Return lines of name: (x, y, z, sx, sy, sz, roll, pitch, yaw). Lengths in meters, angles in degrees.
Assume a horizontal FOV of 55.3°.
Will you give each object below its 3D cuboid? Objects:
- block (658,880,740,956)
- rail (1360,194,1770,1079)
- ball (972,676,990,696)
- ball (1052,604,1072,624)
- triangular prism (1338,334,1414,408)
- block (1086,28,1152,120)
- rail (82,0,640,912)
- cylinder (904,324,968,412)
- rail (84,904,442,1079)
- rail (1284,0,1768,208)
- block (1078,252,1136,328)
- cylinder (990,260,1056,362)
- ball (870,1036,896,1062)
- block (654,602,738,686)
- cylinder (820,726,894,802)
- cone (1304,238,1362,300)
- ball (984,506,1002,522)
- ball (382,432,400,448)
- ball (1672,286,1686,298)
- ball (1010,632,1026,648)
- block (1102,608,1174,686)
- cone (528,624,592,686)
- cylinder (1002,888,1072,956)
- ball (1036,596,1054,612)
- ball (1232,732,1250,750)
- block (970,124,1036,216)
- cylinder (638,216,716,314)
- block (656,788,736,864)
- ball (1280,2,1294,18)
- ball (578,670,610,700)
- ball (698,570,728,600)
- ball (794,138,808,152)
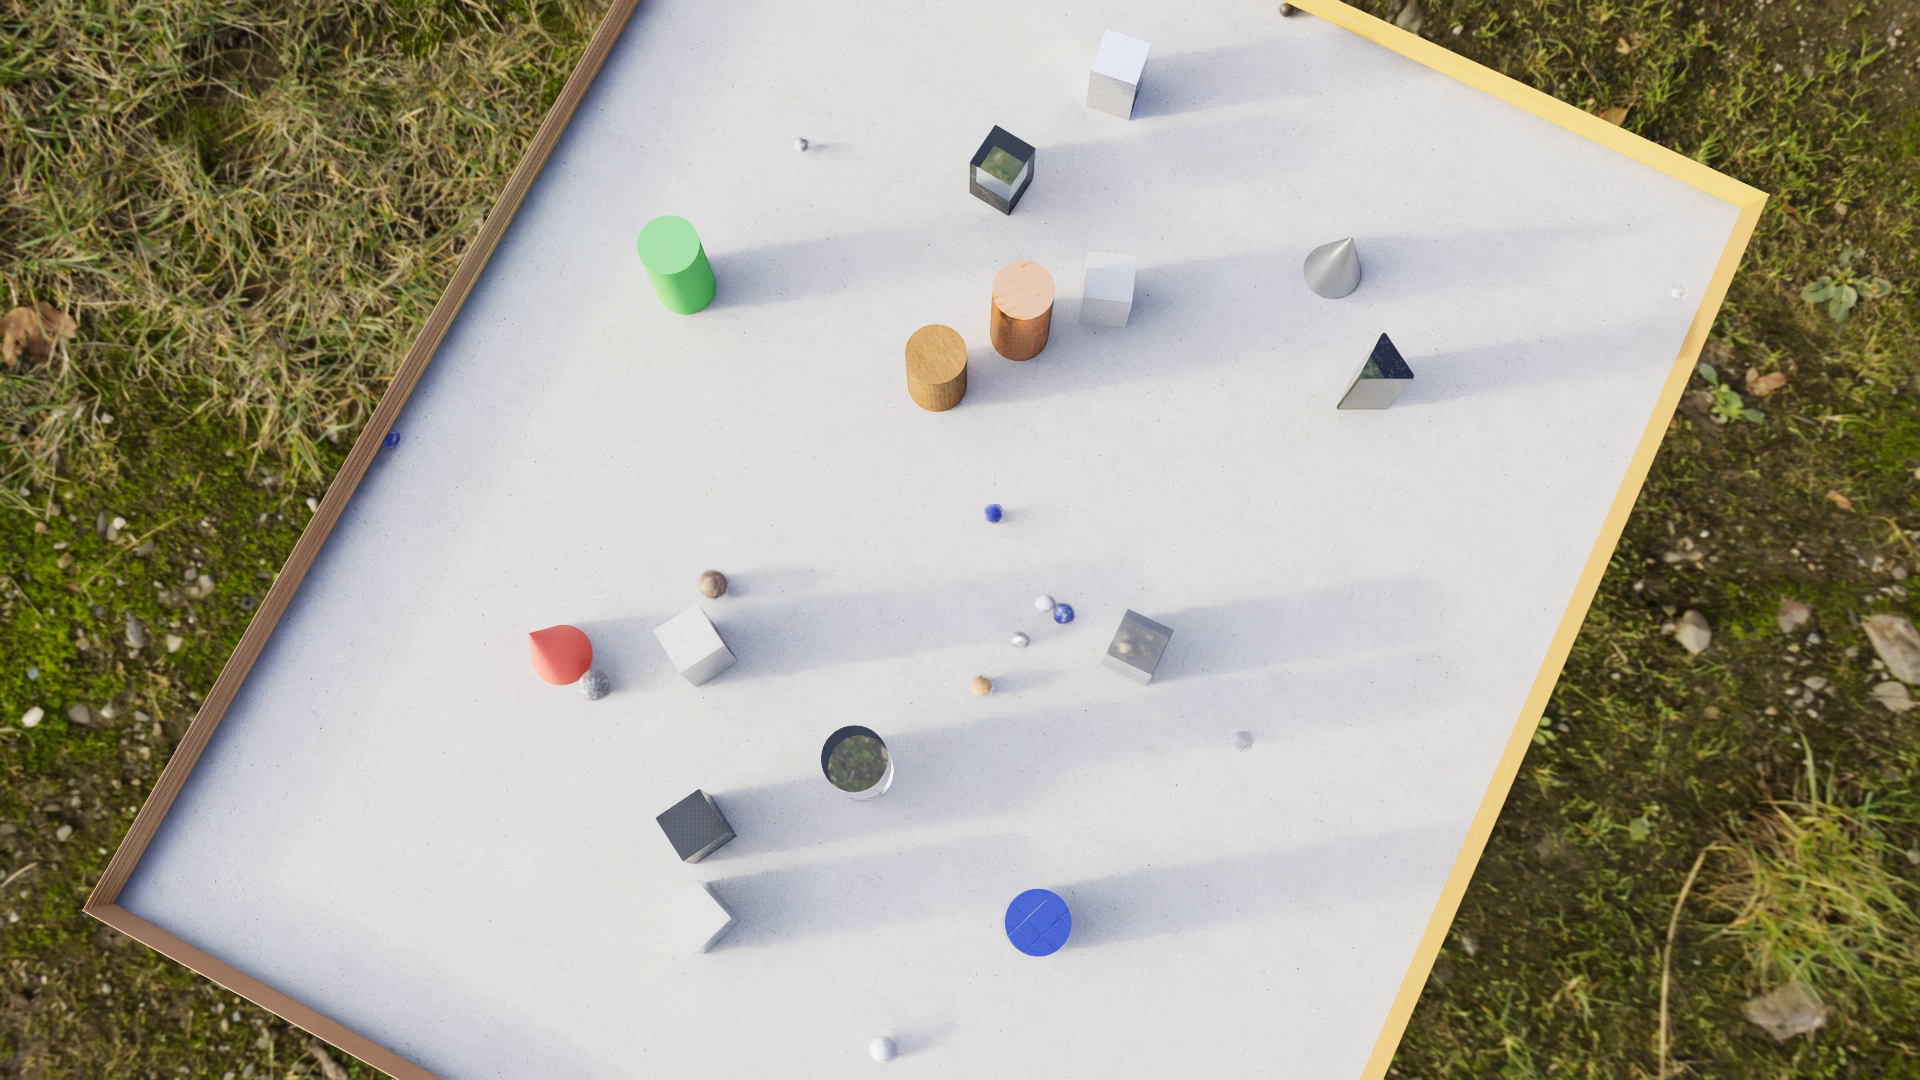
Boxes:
block: (-0.749, 1.087, 5.274, 0.148, 0.231, 0.148, -44, 82, -8)
rail: (1.562, 0.771, 5.395, 0.045, 0.120, 4.218, 26, 80, 5)
ball: (0.063, 0.439, 5.495, 0.060, 0.060, 0.060, 0, 78, 0)
ball: (0.311, 0.224, 5.539, 0.061, 0.061, 0.061, 0, 78, 0)
triangular prism: (1.251, -0.511, 5.552, 0.160, 0.333, 0.139, 0, 78, 0)
block: (0.498, -1.467, 5.789, 0.148, 0.256, 0.148, 19, 79, 4)
rail: (-1.562, -0.758, 5.711, 0.045, 0.120, 4.218, 26, 80, 5)
cylinder: (-0.071, -0.519, 5.568, 0.185, 0.305, 0.185, 0, 78, 0)
rail: (-0.933, 1.833, 5.175, 3.540, 0.120, 0.045, 26, 80, 5)
rail: (0.933, -1.820, 5.930, 3.540, 0.120, 0.045, 26, 80, 5)
block: (0.454, -0.772, 5.656, 0.148, 0.235, 0.148, 6, 78, 1)
cylinder: (0.186, -0.691, 5.552, 0.185, 0.406, 0.185, 0, 78, 0)
ball: (-0.222, 1.465, 5.275, 0.075, 0.075, 0.075, 0, 78, 0)
block: (-0.775, 0.312, 5.387, 0.148, 0.322, 0.148, -33, 80, -6)
cylinder: (-0.291, 0.646, 5.258, 0.185, 0.440, 0.185, 0, 78, 0)
cone: (1.177, -0.879, 5.644, 0.185, 0.302, 0.185, 0, 78, 0)
ball: (0.102, -0.079, 5.605, 0.053, 0.053, 0.053, 0, 78, 0)
ball: (-1.756, -0.308, 5.655, 0.049, 0.049, 0.049, 0, 78, 0)
ball: (2.256, -0.778, 5.756, 0.041, 0.041, 0.041, 0, 78, 0)
ball: (0.177, 0.300, 5.529, 0.049, 0.049, 0.049, 0, 78, 0)
block: (0.524, 0.319, 5.434, 0.148, 0.228, 0.148, 25, 79, 5)
cone: (-1.204, 0.304, 5.331, 0.185, 0.436, 0.185, 0, 78, 0)
cylinder: (0.216, 1.091, 5.228, 0.185, 0.318, 0.185, 0, 78, 0)
ball: (0.256, 0.194, 5.549, 0.054, 0.054, 0.054, 0, 78, 0)
ball: (0.841, 0.597, 5.466, 0.053, 0.053, 0.053, 0, 78, 0)
block: (0.132, -1.154, 5.732, 0.148, 0.241, 0.148, 32, 80, 6)
cylinder: (-0.862, -0.836, 5.600, 0.185, 0.371, 0.185, 0, 78, 0)
block: (-0.763, 0.833, 5.317, 0.148, 0.248, 0.148, -33, 80, -6)
ball: (1.062, -1.721, 5.948, 0.047, 0.047, 0.047, 0, 78, 0)
ball: (-1.094, 0.432, 5.480, 0.092, 0.092, 0.092, 0, 78, 0)
ball: (-0.748, 0.135, 5.544, 0.087, 0.087, 0.087, 0, 78, 0)
ball: (-0.506, -1.262, 5.856, 0.042, 0.042, 0.042, 0, 78, 0)
